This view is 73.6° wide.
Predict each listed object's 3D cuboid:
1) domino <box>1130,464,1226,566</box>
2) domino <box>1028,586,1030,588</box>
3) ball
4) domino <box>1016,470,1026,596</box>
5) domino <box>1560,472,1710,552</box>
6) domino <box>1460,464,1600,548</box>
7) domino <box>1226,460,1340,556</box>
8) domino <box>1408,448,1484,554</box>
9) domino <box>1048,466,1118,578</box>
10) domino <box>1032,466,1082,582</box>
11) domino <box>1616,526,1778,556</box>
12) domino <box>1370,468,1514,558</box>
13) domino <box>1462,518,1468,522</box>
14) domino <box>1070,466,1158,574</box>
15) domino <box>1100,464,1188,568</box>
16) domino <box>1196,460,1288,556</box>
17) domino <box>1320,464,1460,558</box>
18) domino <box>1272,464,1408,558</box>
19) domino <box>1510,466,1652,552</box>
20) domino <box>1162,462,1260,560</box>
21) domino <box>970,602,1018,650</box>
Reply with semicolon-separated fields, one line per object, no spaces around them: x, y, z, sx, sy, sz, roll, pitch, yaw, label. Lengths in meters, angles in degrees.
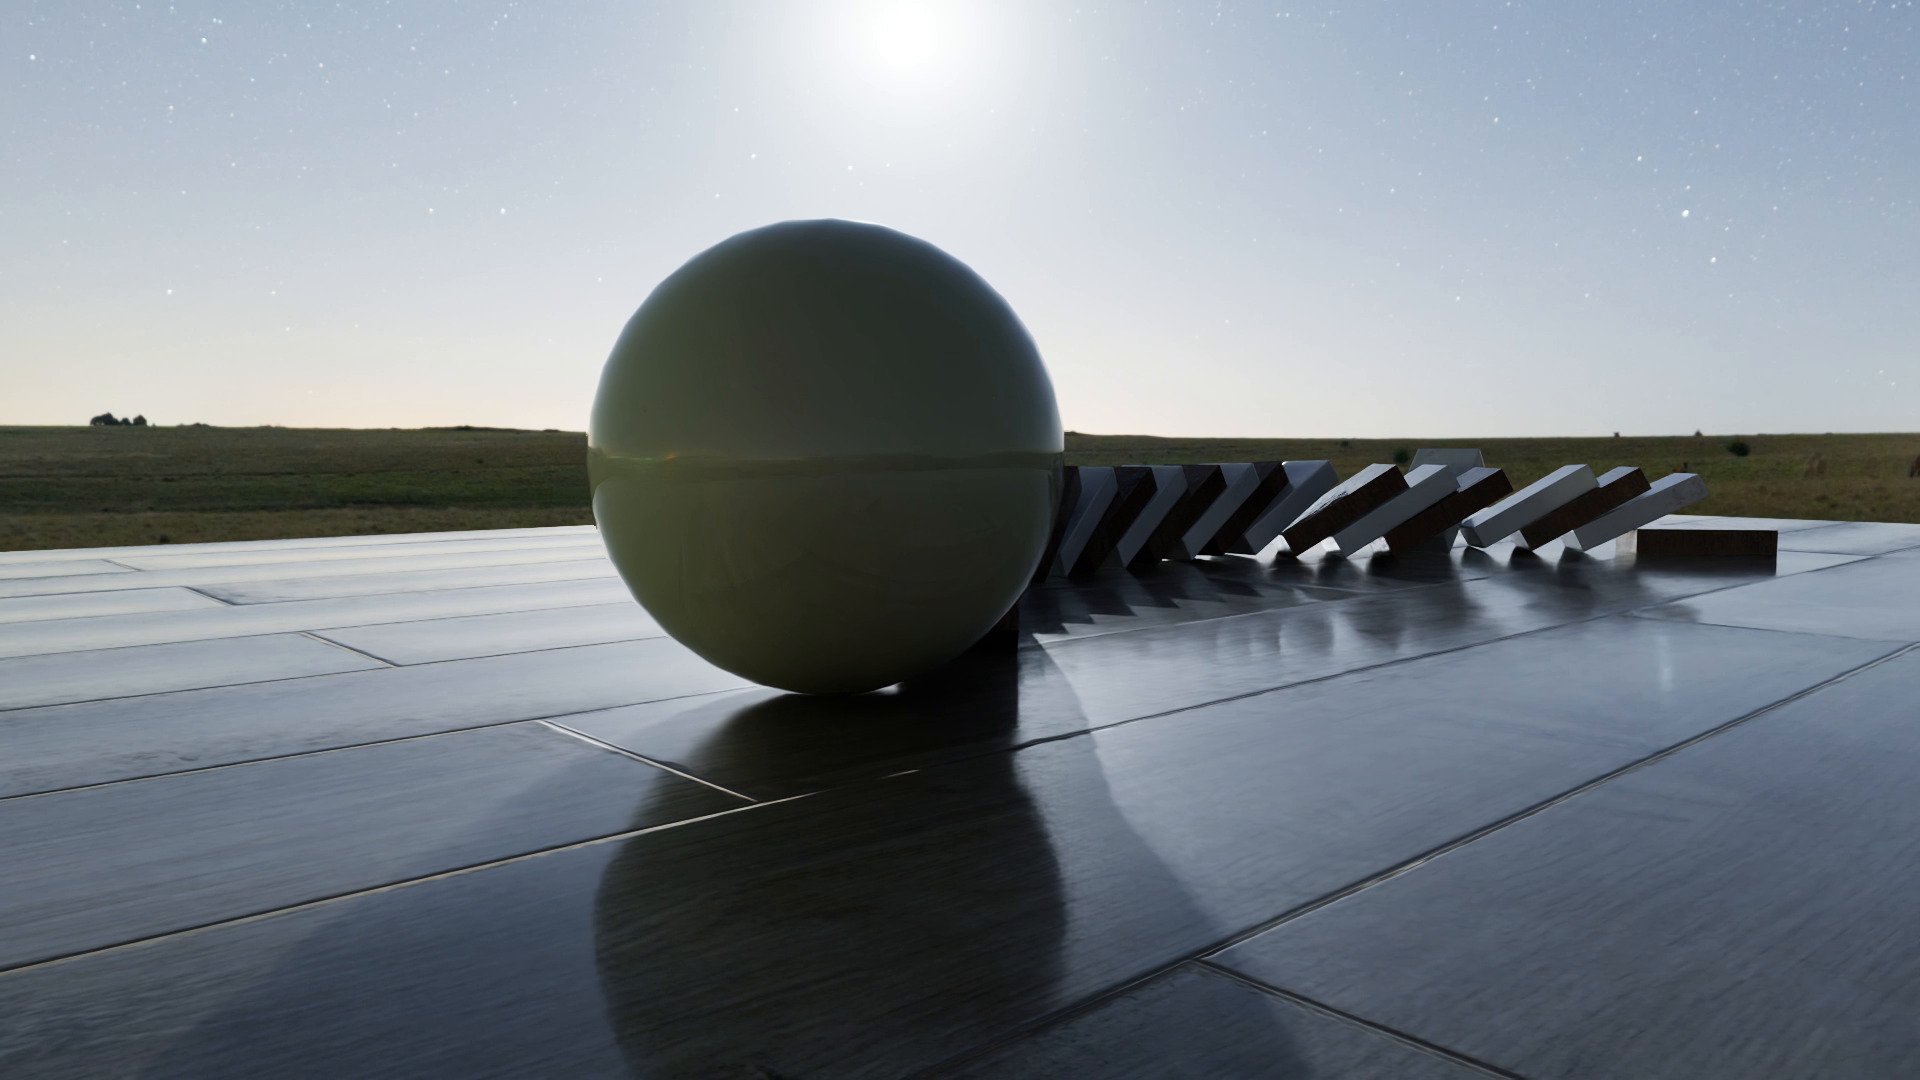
0.074;-0.010;0.469;0.025;0.010;0.050;4;38;46;domino
0.012;-0.005;0.396;0.025;0.009;0.050;1;37;11;domino
-0.022;-0.014;0.218;0.080;0.080;0.080;0;4;0;ball
0.006;-0.003;0.377;0.025;0.010;0.050;0;37;5;domino
0.267;-0.011;0.512;0.050;0.010;0.025;-26;-1;10;domino
0.230;-0.014;0.522;0.050;0.009;0.025;-30;-1;8;domino
0.121;-0.013;0.500;0.050;0.009;0.025;-38;18;-20;domino
0.190;-0.016;0.515;0.025;0.009;0.050;4;48;40;domino
0.032;-0.007;0.429;0.025;0.009;0.050;2;37;29;domino
0.021;-0.006;0.413;0.025;0.009;0.050;1;37;21;domino
0.291;0.000;0.508;0.050;0.010;0.025;1;4;10;domino
0.181;-0.011;0.488;0.050;0.009;0.025;-30;4;2;domino
0.198;-0.007;0.544;0.025;0.009;0.050;-23;-7;28;domino
0.046;-0.008;0.444;0.025;0.009;0.050;3;37;37;domino
0.058;-0.009;0.457;0.025;0.010;0.050;4;38;40;domino
0.102;-0.012;0.494;0.025;0.009;0.050;1;36;50;domino
0.163;-0.011;0.490;0.050;0.010;0.025;-32;4;2;domino
0.144;-0.012;0.493;0.050;0.009;0.025;-32;4;1;domino
0.248;-0.013;0.516;0.050;0.010;0.025;-30;-1;11;domino
0.088;-0.011;0.482;0.025;0.009;0.050;3;37;48;domino
0.000;-0.002;0.274;0.025;0.050;0.010;0;-28;1;domino
